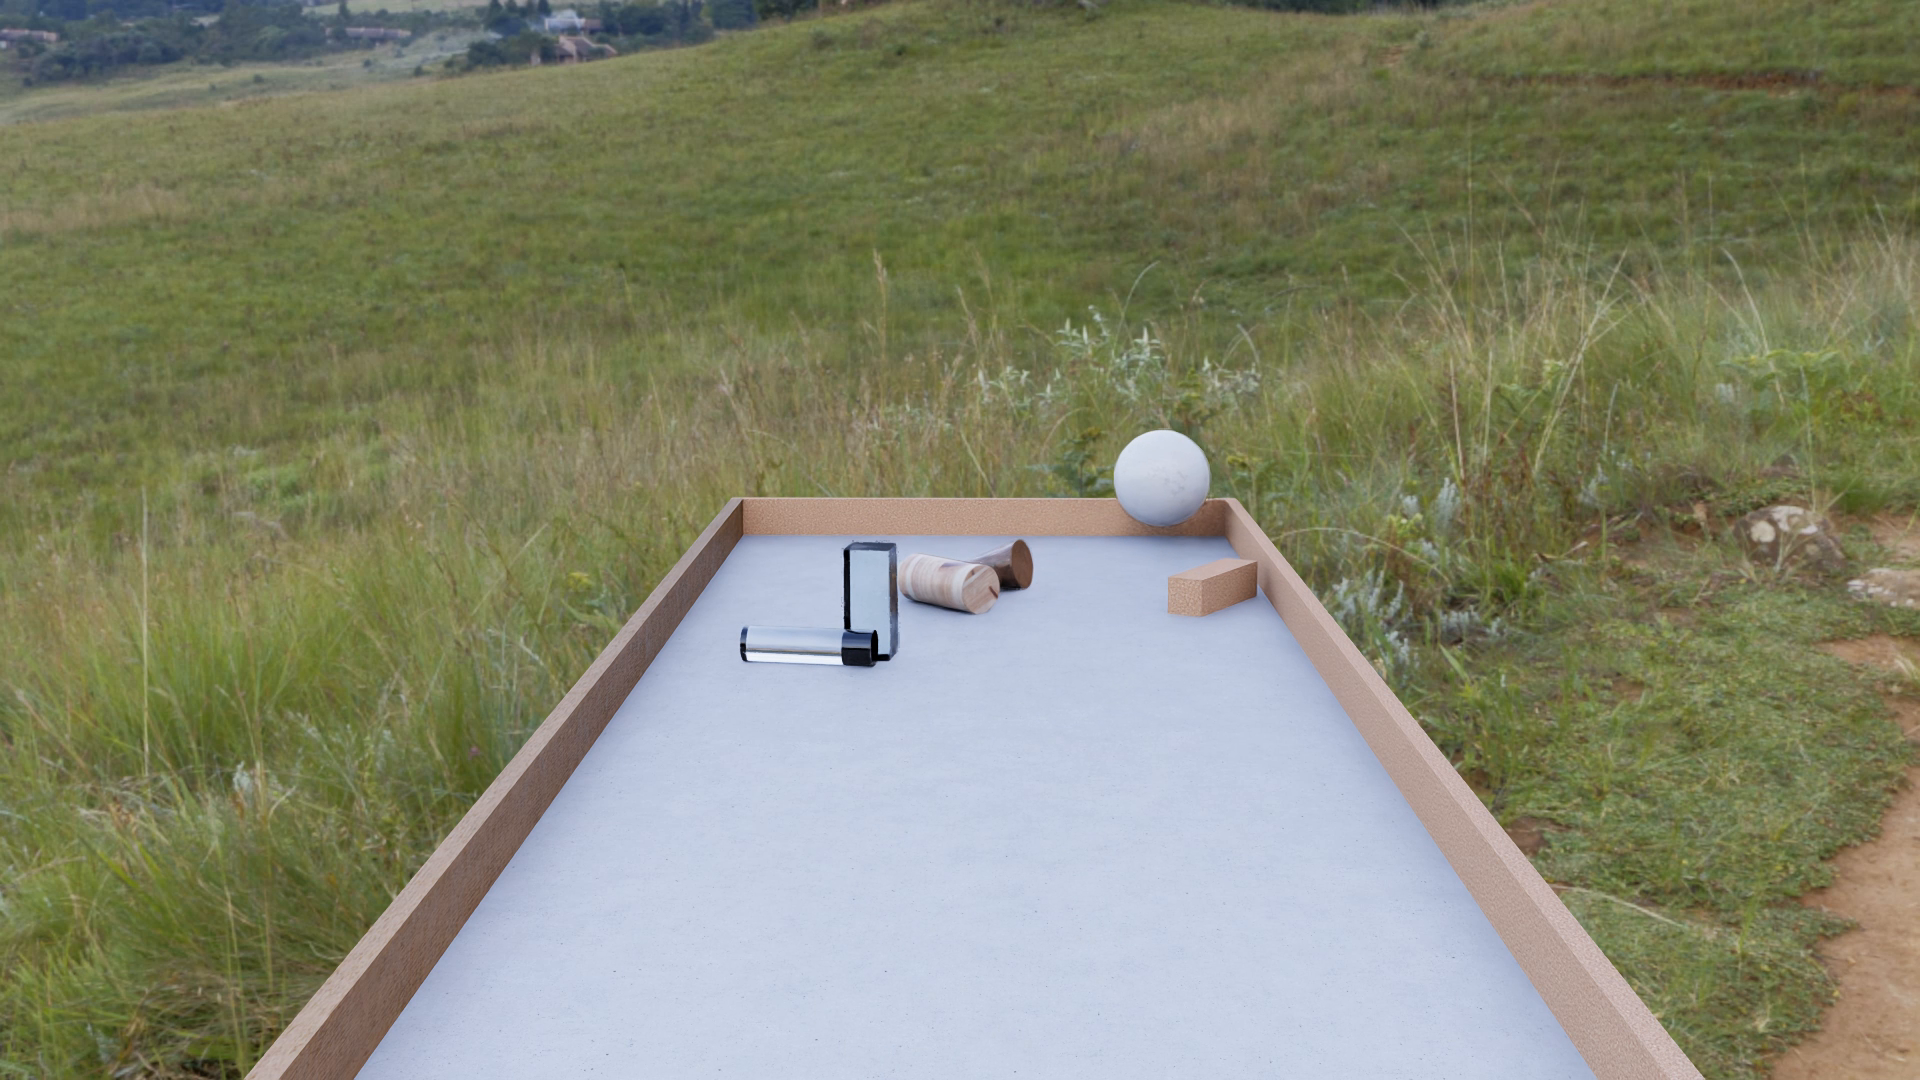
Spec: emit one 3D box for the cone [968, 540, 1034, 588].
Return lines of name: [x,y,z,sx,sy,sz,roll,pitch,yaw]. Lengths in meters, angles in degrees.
cone: [0.041,0.117,7.994,0.415,0.177,0.177,-9,4,26]

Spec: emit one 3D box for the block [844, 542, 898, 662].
block: [-0.272,0.187,6.728,0.138,0.341,0.138,2,10,10]

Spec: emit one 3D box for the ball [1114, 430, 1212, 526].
ball: [0.822,-0.251,8.924,0.393,0.393,0.393,0,9,0]

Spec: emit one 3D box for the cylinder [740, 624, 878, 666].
cylinder: [-0.455,0.319,6.644,0.404,0.110,0.110,2,9,11]

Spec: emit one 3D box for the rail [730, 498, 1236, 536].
rail: [0.099,-0.098,9.147,2.100,0.150,0.050,0,9,1]

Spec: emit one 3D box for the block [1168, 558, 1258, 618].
block: [0.875,0.161,7.591,0.125,0.125,0.457,5,11,31]

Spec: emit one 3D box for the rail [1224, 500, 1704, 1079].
rail: [1.046,0.843,3.208,0.050,0.150,12.000,0,9,1]

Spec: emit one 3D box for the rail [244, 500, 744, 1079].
rail: [-1.004,0.839,3.234,0.050,0.150,12.000,0,9,1]

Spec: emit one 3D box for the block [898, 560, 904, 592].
block: [-0.074,0.139,7.789,0.319,0.108,0.108,8,12,41]

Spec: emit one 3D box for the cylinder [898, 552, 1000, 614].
cylinder: [-0.040,0.147,7.547,0.167,0.167,0.340,-8,12,-41]
